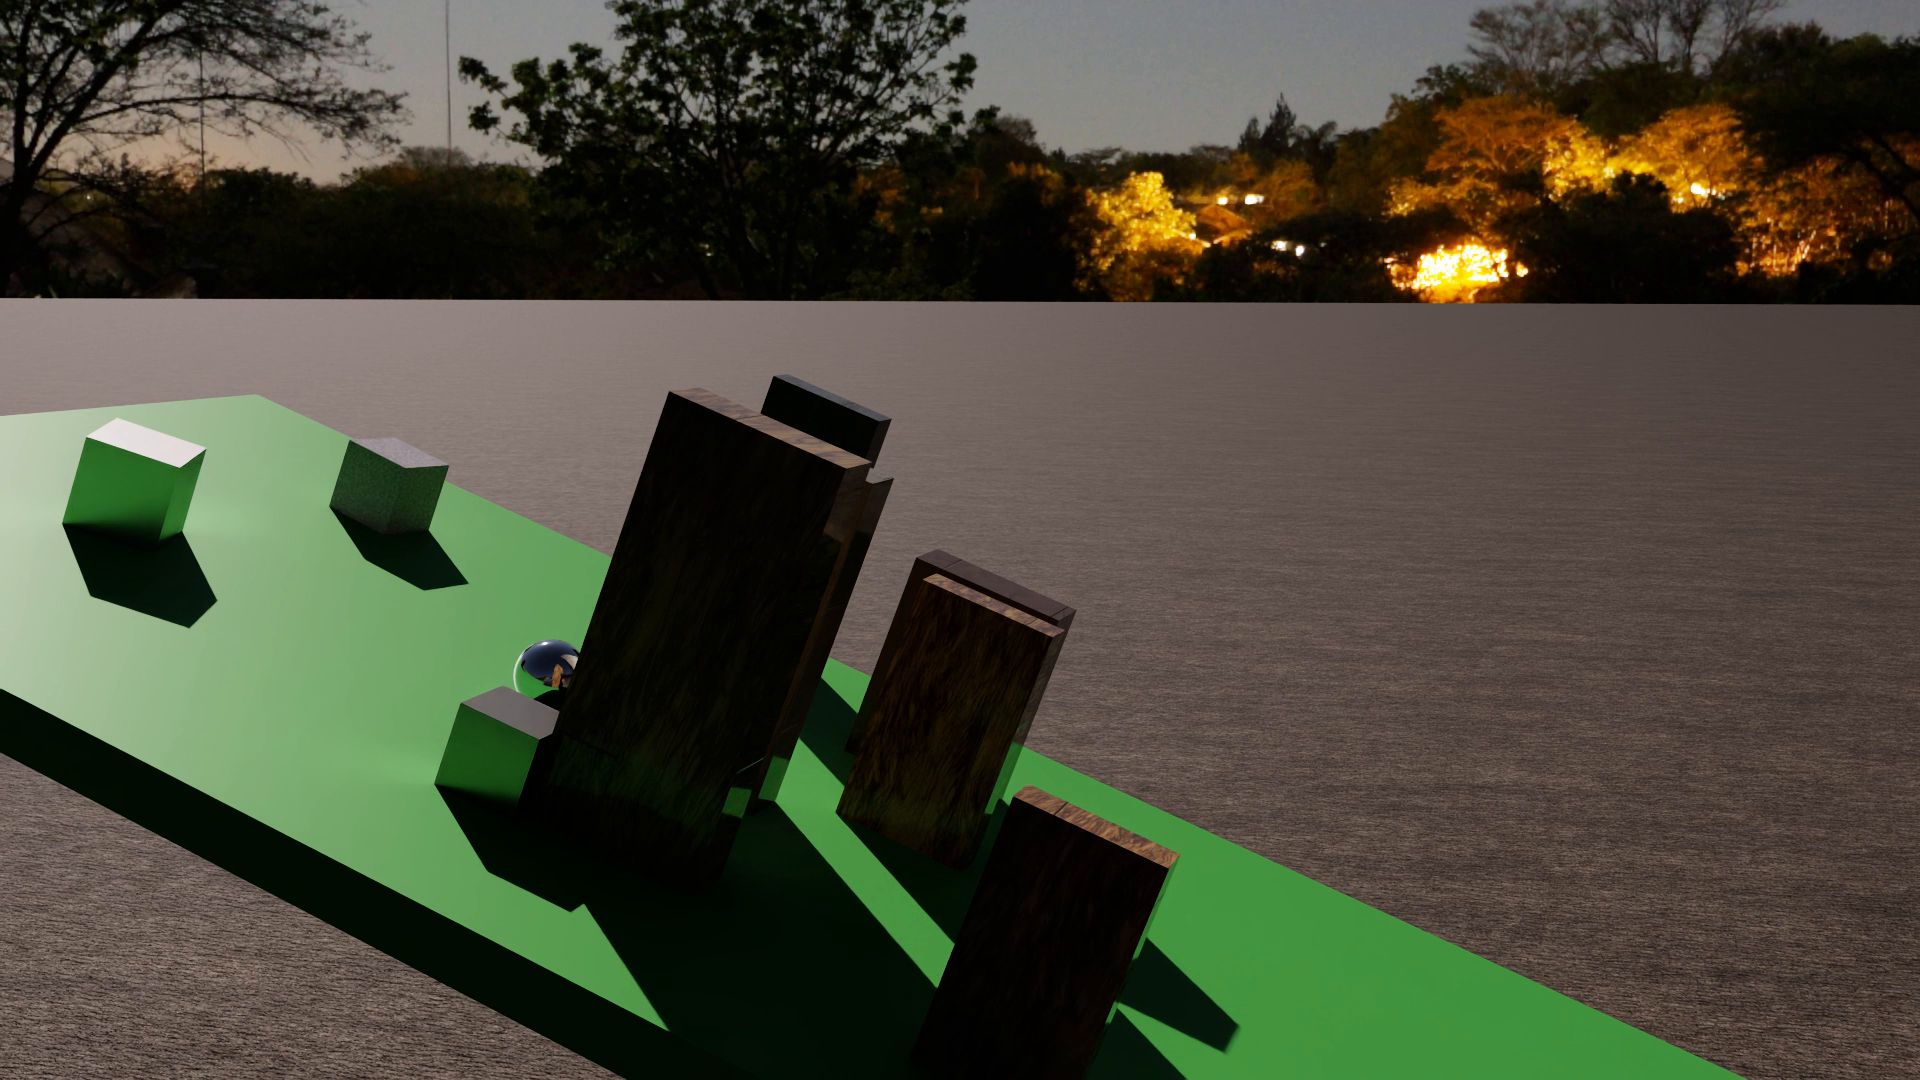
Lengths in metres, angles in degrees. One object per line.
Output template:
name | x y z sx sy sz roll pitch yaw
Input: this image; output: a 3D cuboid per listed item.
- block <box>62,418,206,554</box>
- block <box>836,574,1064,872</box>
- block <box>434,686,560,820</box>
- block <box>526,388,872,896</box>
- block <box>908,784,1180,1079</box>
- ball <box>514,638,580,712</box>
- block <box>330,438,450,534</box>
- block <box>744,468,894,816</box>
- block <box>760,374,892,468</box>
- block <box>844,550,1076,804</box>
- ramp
block | -1.624 -0.108 4.332 0.182 0.182 0.182 19 13 -7
block | -0.022 0.350 4.225 0.274 0.498 0.087 24 13 13
block | -0.775 0.363 3.765 0.153 0.153 0.153 23 13 12
block | -0.442 0.169 3.676 0.327 0.775 0.124 24 13 13
block | 0.126 0.637 3.340 0.255 0.459 0.084 24 13 13
ball | -0.783 0.261 4.210 0.142 0.142 0.142 0 7 0
block | -1.291 -0.123 4.975 0.162 0.162 0.162 25 13 19
block | -0.435 0.121 4.128 0.405 0.673 0.119 24 13 13
block | -0.393 -0.046 5.052 0.271 0.607 0.090 24 13 13
block | 0.000 0.295 4.614 0.326 0.446 0.148 24 13 13
ramp | -0.318 0.571 4.201 4.000 0.100 2.000 24 13 13
